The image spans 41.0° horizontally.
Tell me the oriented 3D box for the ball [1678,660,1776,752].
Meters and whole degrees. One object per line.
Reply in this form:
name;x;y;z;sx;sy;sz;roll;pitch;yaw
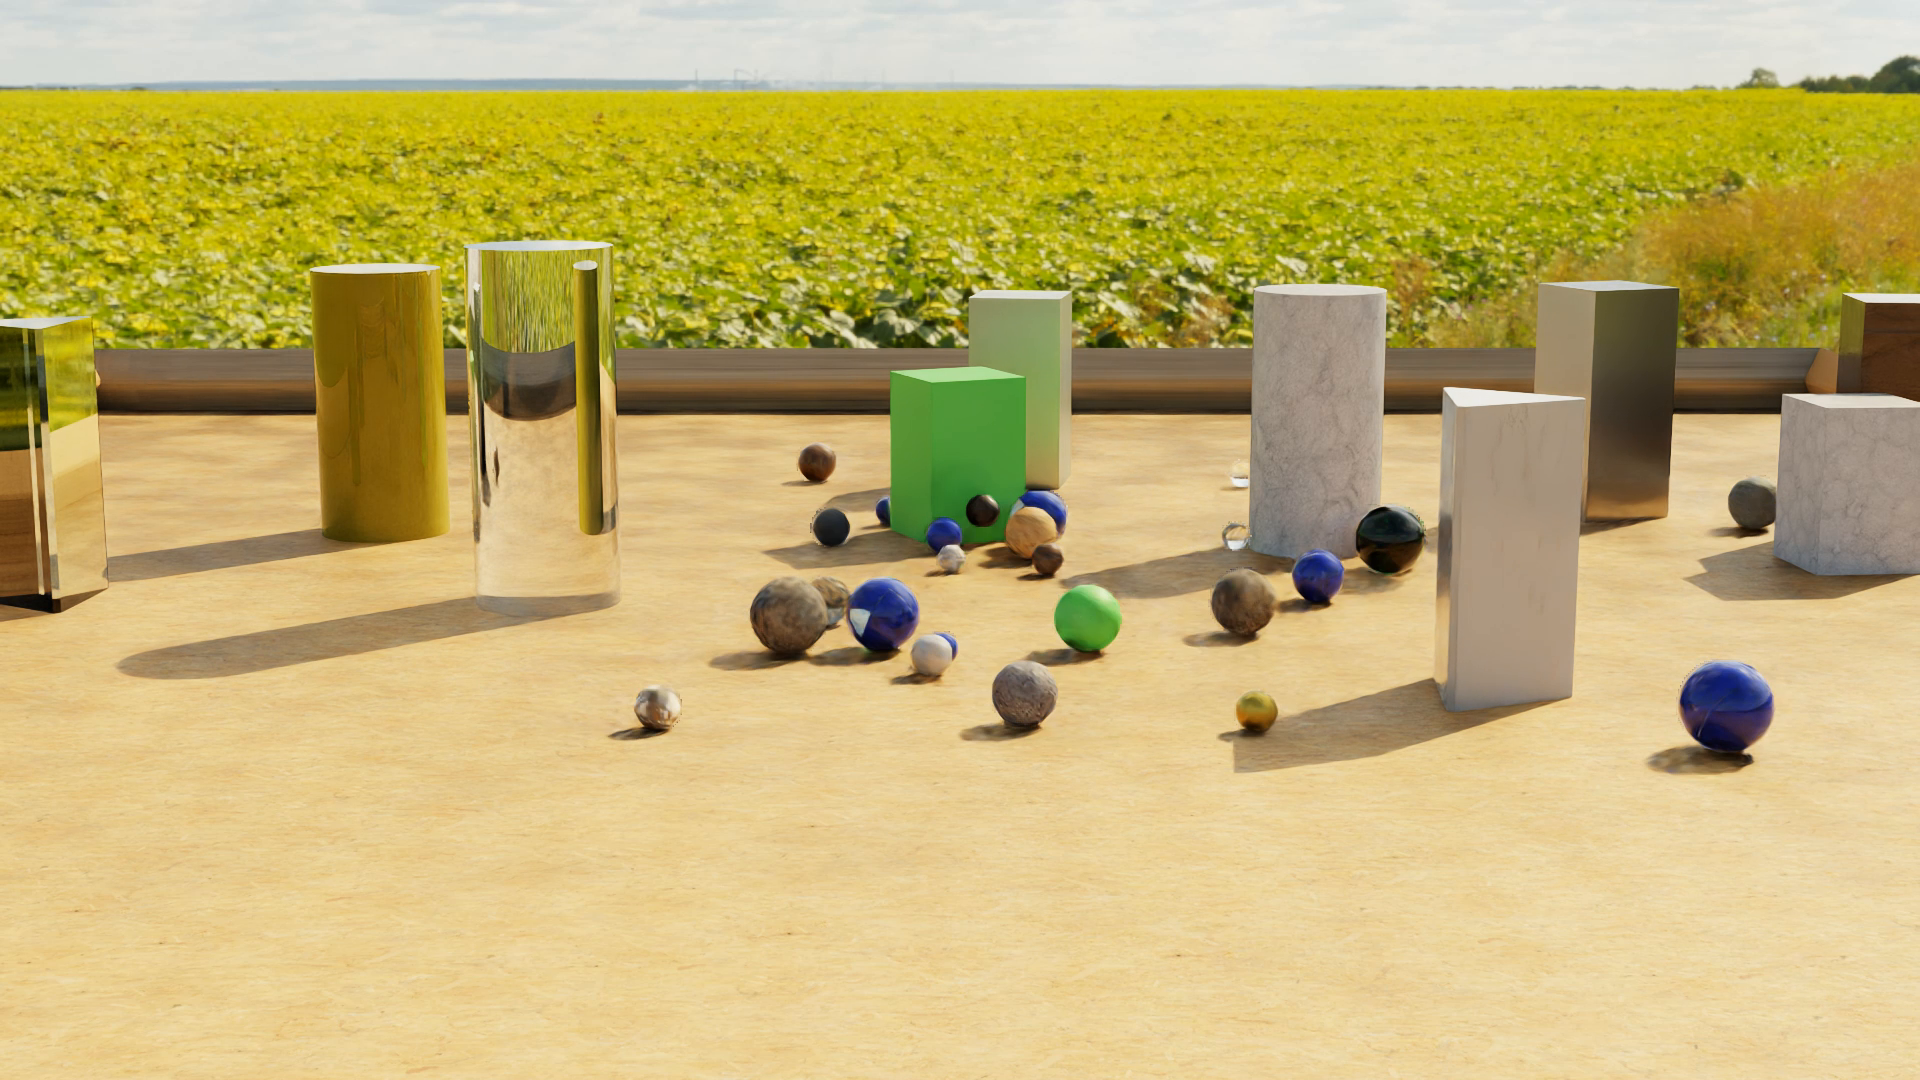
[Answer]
ball;0.822;0.178;2.752;0.100;0.100;0.100;0;10;0

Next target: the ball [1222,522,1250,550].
ball;0.419;-0.005;3.904;0.042;0.042;0.042;0;10;0

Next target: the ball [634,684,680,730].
ball;-0.336;0.185;2.848;0.051;0.051;0.051;0;10;0

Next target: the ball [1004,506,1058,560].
ball;0.106;-0.010;3.829;0.079;0.079;0.079;0;10;0

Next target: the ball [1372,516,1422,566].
ball;0.640;0.001;3.760;0.074;0.074;0.074;0;10;0

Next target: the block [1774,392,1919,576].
block;1.312;-0.084;3.776;0.159;0.244;0.159;-1;11;-5

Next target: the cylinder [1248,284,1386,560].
cylinder;0.542;-0.183;3.895;0.199;0.394;0.199;0;10;0

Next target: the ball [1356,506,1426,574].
ball;0.615;0.000;3.669;0.099;0.099;0.099;0;10;0

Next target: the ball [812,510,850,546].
ball;-0.197;-0.019;3.936;0.057;0.057;0.057;0;10;0

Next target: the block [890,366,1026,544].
block;-0.004;-0.134;4.017;0.159;0.253;0.159;-5;12;-24

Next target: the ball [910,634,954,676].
ball;-0.034;0.139;3.097;0.051;0.051;0.051;0;10;0

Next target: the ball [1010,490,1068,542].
ball;0.120;-0.032;3.923;0.088;0.088;0.088;0;10;0

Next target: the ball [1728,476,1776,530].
ball;1.265;-0.059;4.081;0.084;0.084;0.084;0;10;0

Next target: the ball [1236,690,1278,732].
ball;0.328;0.190;2.836;0.047;0.047;0.047;0;10;0

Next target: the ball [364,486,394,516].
ball;-0.953;-0.064;4.207;0.047;0.047;0.047;0;10;0

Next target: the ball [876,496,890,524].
ball;-0.114;-0.047;4.119;0.045;0.045;0.045;0;10;0

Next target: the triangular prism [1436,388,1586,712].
triangular prism;0.607;0.004;3.001;0.173;0.351;0.149;-5;11;-24

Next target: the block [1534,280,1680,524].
block;1.053;-0.229;4.202;0.159;0.374;0.159;-4;11;-21

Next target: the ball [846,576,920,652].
ball;-0.097;0.093;3.229;0.094;0.094;0.094;0;10;0

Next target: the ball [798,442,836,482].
ball;-0.253;-0.138;4.547;0.068;0.068;0.068;0;10;0

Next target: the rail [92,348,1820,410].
rail;-0.012;-0.342;5.478;3.716;0.129;0.045;0;10;0

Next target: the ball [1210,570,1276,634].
ball;0.368;0.080;3.325;0.085;0.085;0.085;0;10;0

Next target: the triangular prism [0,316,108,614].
triangular prism;-1.246;-0.110;3.529;0.173;0.384;0.149;7;13;33

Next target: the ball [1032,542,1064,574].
ball;0.127;0.027;3.715;0.047;0.047;0.047;0;10;0

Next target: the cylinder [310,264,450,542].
cylinder;-0.909;-0.218;4.027;0.199;0.416;0.199;0;10;0

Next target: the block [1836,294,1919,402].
block;1.458;-0.188;3.982;0.159;0.373;0.159;1;11;7

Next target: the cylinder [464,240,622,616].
cylinder;-0.566;-0.156;3.491;0.199;0.488;0.199;0;10;0

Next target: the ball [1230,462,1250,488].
ball;0.495;-0.114;4.484;0.045;0.045;0.045;0;10;0

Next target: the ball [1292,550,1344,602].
ball;0.492;0.049;3.523;0.073;0.073;0.073;0;10;0

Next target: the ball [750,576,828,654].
ball;-0.214;0.095;3.214;0.097;0.097;0.097;0;10;0

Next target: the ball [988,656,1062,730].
ball;0.072;0.171;2.862;0.083;0.083;0.083;0;10;0

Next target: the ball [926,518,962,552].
ball;-0.024;-0.007;3.877;0.055;0.055;0.055;0;10;0

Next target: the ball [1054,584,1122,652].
ball;0.161;0.098;3.224;0.085;0.085;0.085;0;10;0

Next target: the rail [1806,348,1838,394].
rail;1.834;0.031;3.459;0.045;0.129;4.174;0;10;0

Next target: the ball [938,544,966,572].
ball;-0.012;0.027;3.733;0.041;0.041;0.041;0;10;0

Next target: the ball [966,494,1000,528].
ball;0.035;-0.044;3.934;0.051;0.051;0.051;0;10;0

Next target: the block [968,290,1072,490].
block;0.107;-0.268;4.528;0.159;0.331;0.159;2;11;10

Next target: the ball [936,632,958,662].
ball;-0.023;0.134;3.152;0.041;0.041;0.041;0;10;0

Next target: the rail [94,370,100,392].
rail;-1.834;0.035;3.438;0.045;0.129;4.174;0;10;0

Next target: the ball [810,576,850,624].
ball;-0.176;0.080;3.383;0.064;0.064;0.064;0;10;0
